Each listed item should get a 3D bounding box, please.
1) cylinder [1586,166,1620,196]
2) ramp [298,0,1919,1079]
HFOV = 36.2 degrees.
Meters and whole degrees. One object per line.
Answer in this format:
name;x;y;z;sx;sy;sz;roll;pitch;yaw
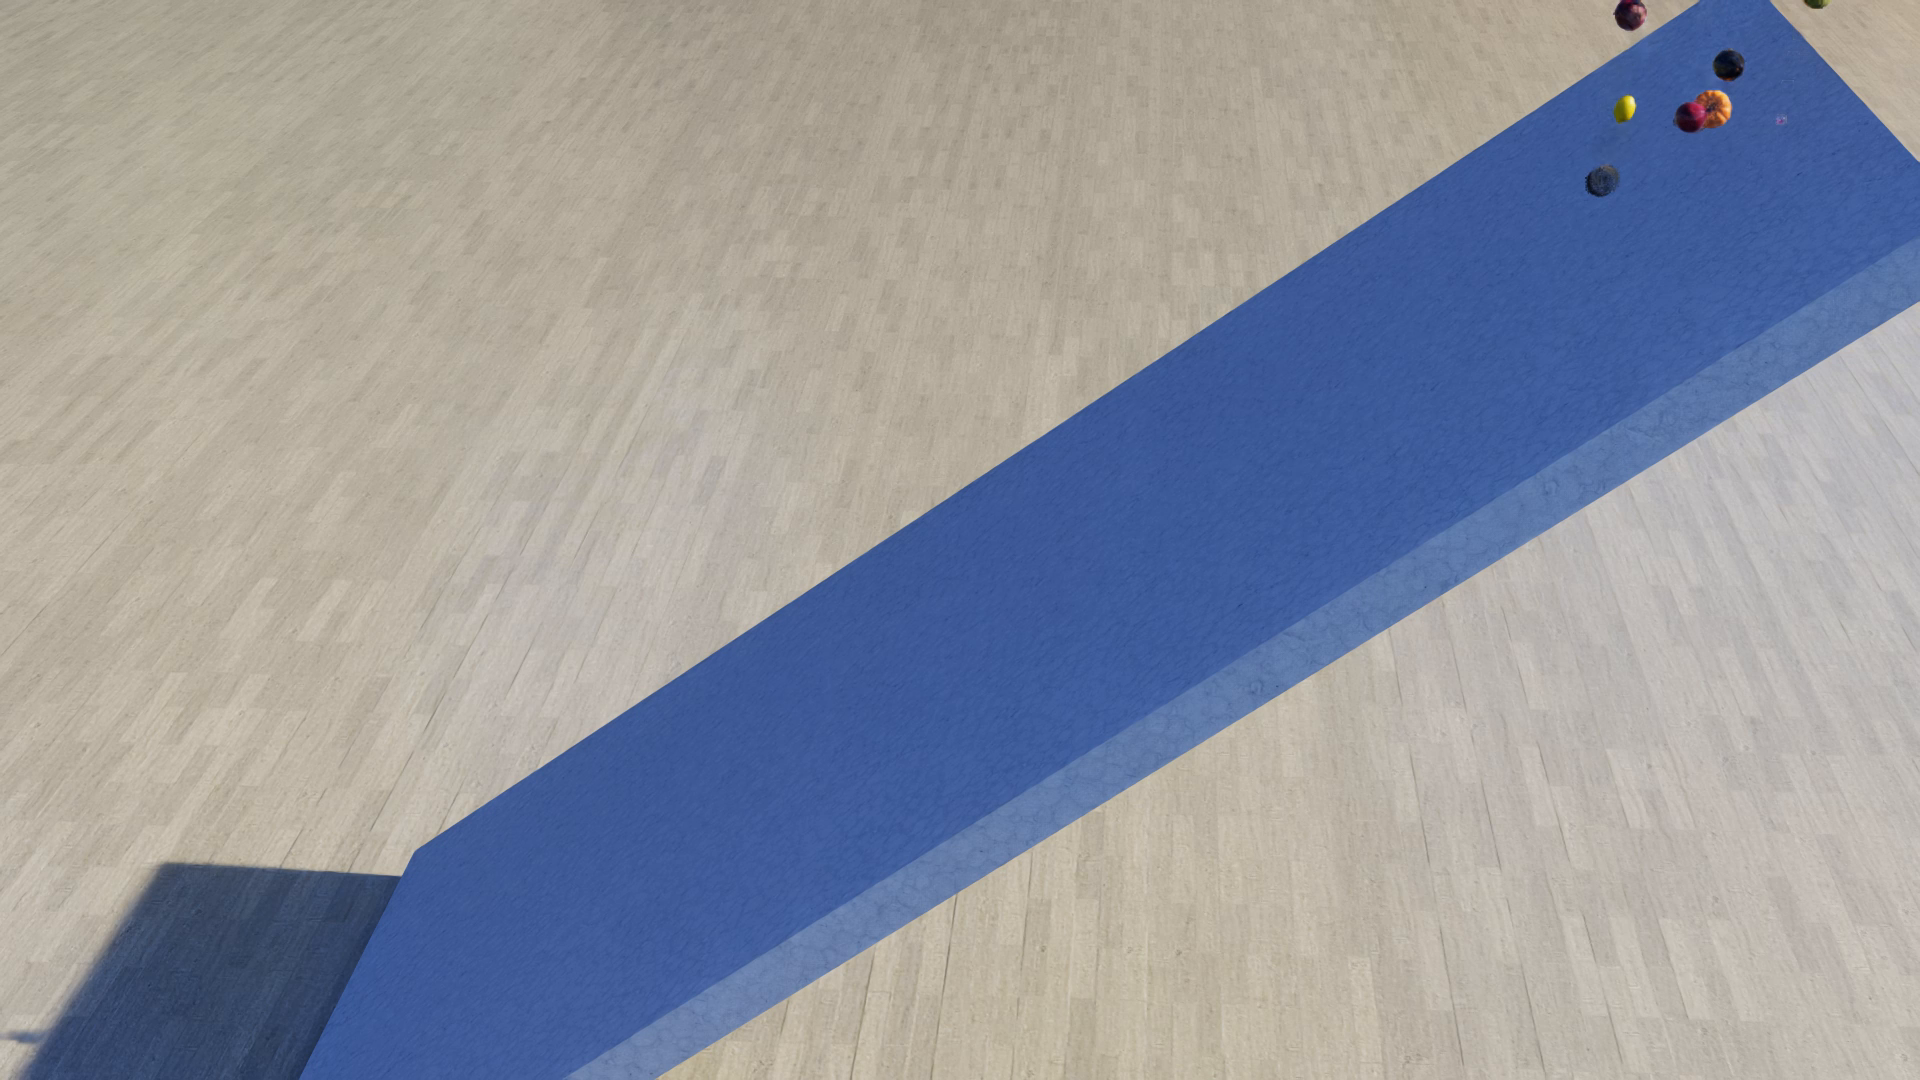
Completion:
cylinder;1.213;-0.678;5.549;0.052;0.052;0.052;10;19;23
ramp;0.133;0.176;6.313;4.000;0.100;2.000;-33;16;16
